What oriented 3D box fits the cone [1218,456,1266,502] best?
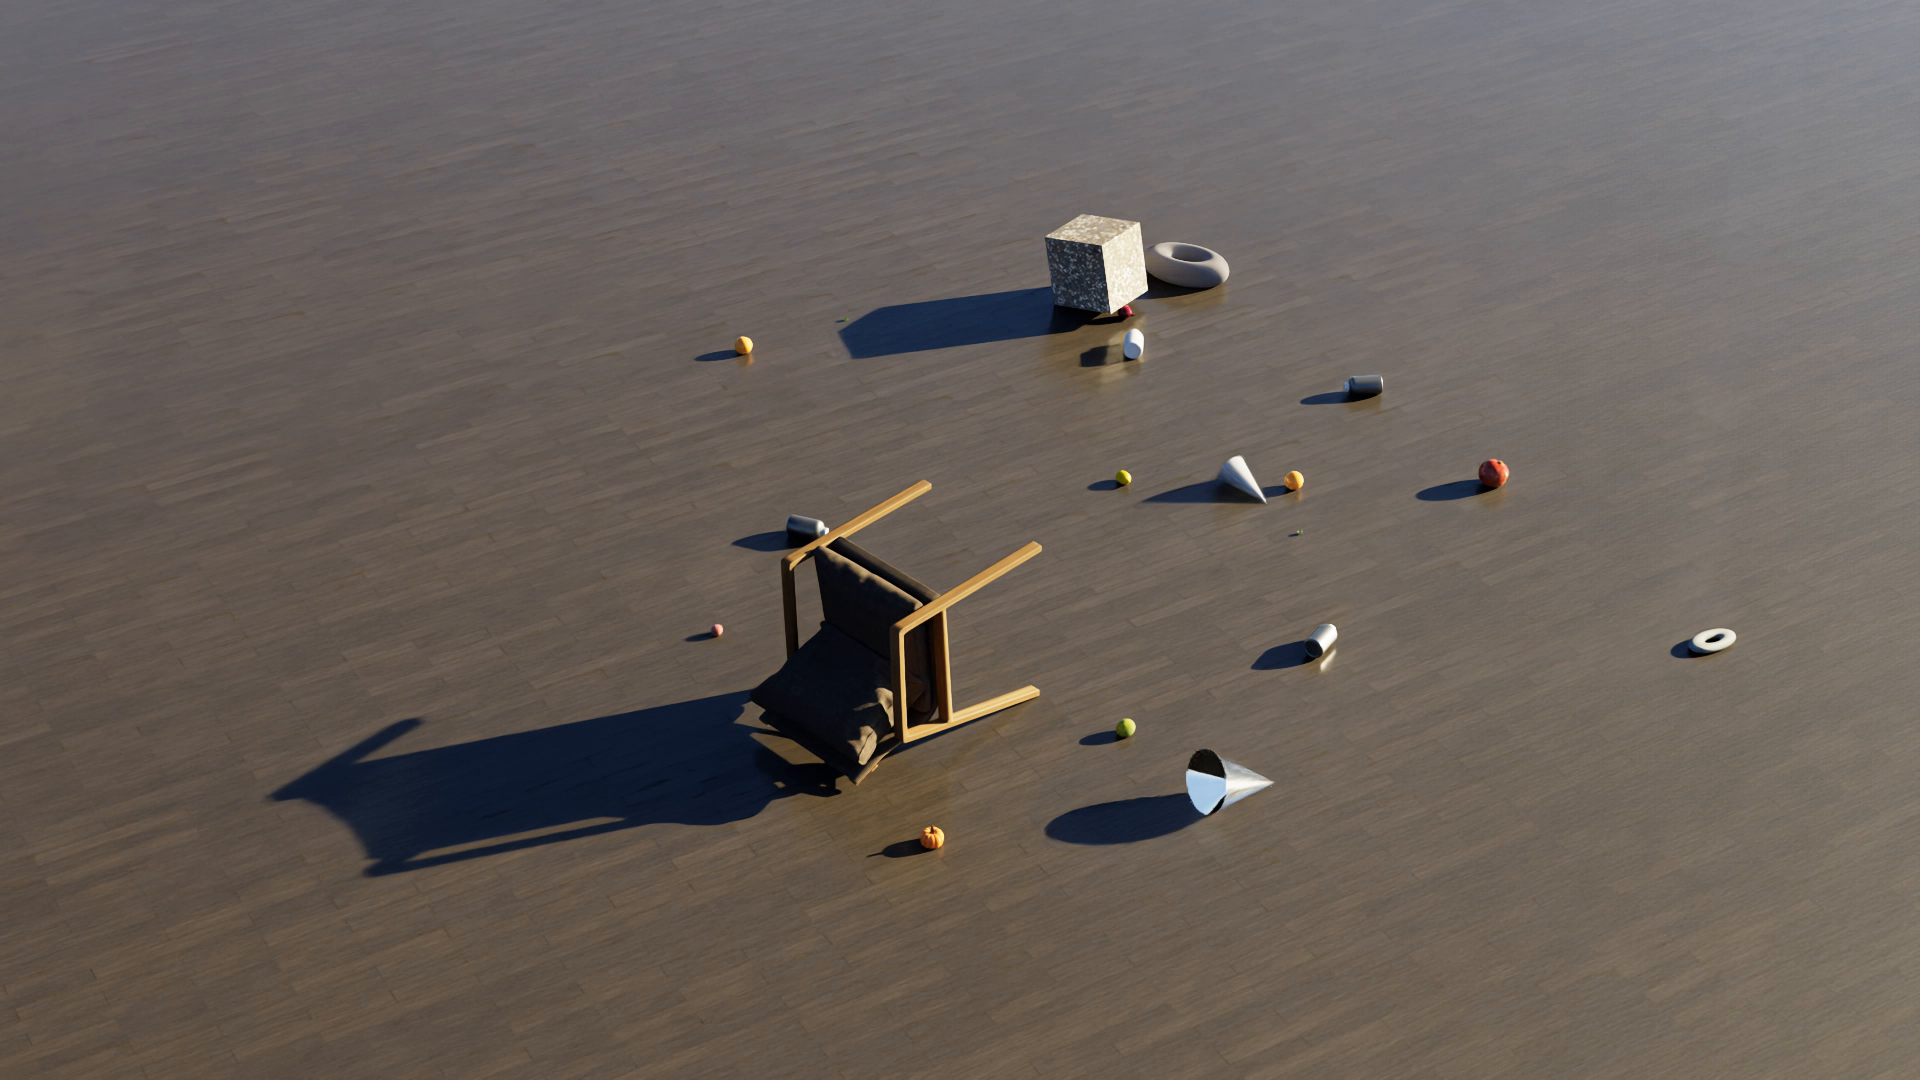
[{"bbox_3d":[1.104,-0.206,11.202,0.212,0.117,0.143,46,19,27],"label":"cone"}]

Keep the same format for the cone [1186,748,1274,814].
[{"bbox_3d":[0.925,0.796,9.648,0.286,0.203,0.225,3,40,-32],"label":"cone"}]

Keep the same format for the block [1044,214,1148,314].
[{"bbox_3d":[0.577,-1.168,12.390,0.300,0.309,0.267,13,34,38],"label":"block"}]

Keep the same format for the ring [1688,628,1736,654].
[{"bbox_3d":[2.661,0.357,10.373,0.196,0.033,0.106,-17,36,-23],"label":"ring"}]

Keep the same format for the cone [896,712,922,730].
[{"bbox_3d":[-0.197,0.609,9.998,0.100,0.052,0.085,-27,25,-32],"label":"cone"}]

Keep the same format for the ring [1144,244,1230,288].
[{"bbox_3d":[0.974,-1.185,12.639,0.388,0.117,0.226,14,37,19],"label":"ring"}]
